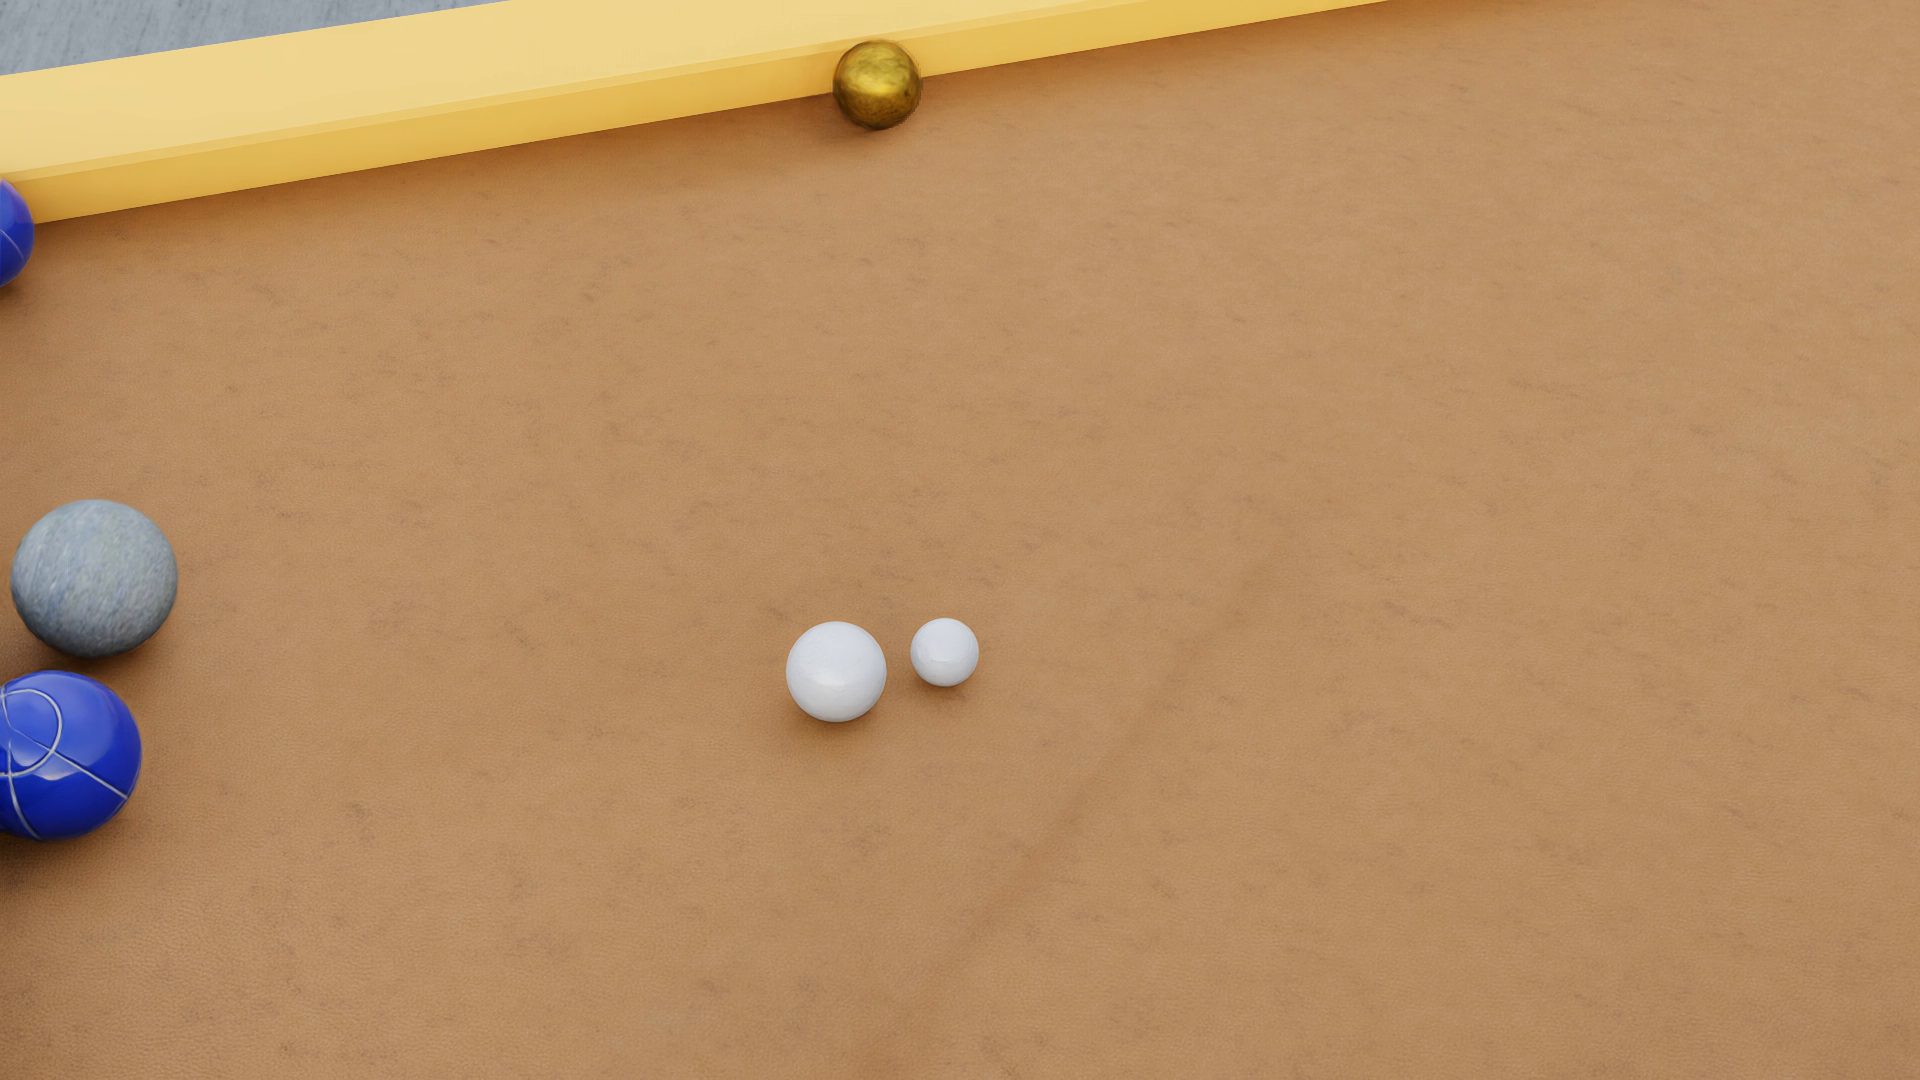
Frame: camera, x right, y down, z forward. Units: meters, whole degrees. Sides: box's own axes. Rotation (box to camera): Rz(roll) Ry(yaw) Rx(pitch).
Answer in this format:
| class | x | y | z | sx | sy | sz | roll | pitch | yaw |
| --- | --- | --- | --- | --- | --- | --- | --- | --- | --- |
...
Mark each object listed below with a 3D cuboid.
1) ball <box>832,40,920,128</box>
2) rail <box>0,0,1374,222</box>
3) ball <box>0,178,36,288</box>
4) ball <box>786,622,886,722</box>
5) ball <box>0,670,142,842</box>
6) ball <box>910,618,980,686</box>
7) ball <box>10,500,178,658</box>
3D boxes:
| class | x | y | z | sx | sy | sz | roll | pitch | yaw |
| --- | --- | --- | --- | --- | --- | --- | --- | --- | --- |
| ball | -0.069 | -0.374 | 2.108 | 0.072 | 0.072 | 0.072 | 0 | 35 | 0 |
| rail | 0.332 | -0.517 | 2.265 | 2.503 | 0.122 | 0.045 | -13 | 37 | -17 |
| ball | -0.725 | -0.226 | 1.877 | 0.092 | 0.092 | 0.092 | 0 | 35 | 0 |
| ball | -0.071 | 0.076 | 1.475 | 0.058 | 0.058 | 0.058 | 0 | 35 | 0 |
| ball | -0.491 | 0.117 | 1.386 | 0.093 | 0.093 | 0.093 | 0 | 35 | 0 |
| ball | -0.009 | 0.066 | 1.505 | 0.040 | 0.040 | 0.040 | 0 | 35 | 0 |
| ball | -0.512 | 0.023 | 1.519 | 0.094 | 0.094 | 0.094 | 0 | 35 | 0 |
